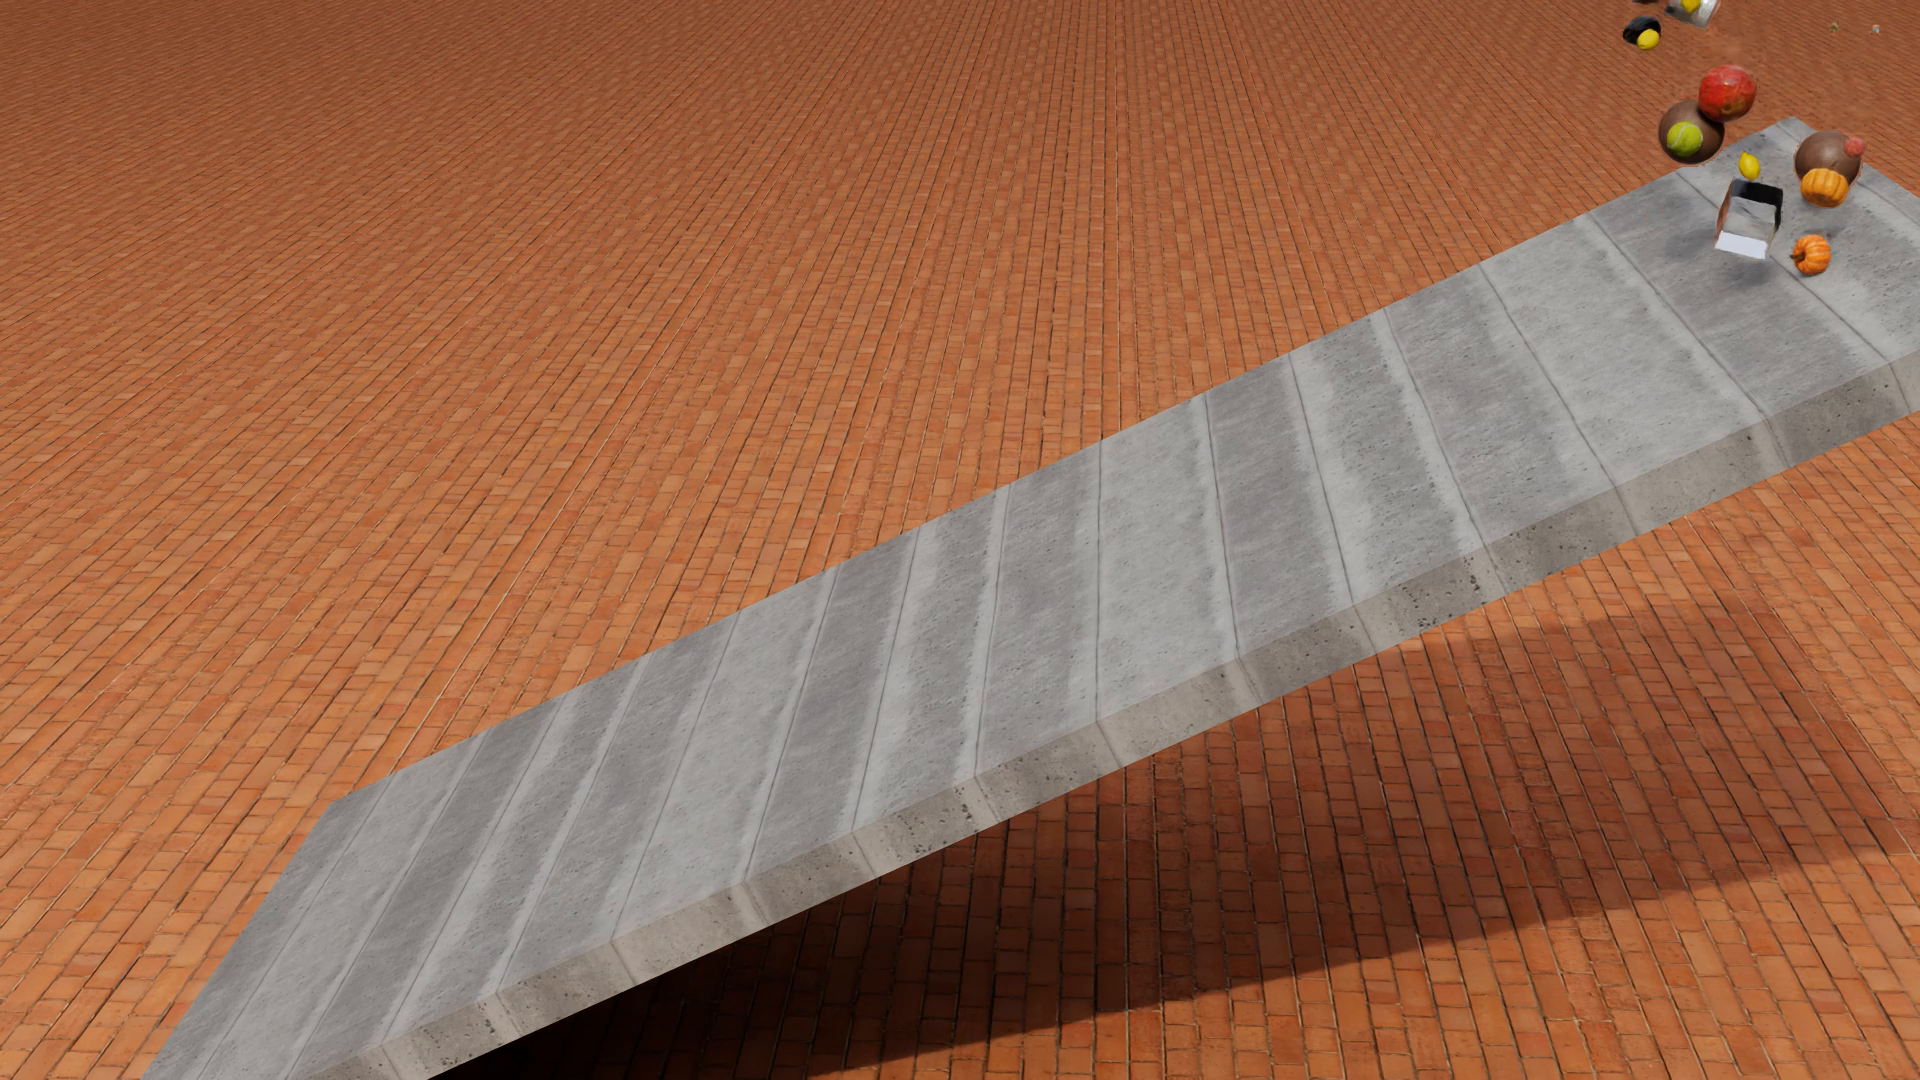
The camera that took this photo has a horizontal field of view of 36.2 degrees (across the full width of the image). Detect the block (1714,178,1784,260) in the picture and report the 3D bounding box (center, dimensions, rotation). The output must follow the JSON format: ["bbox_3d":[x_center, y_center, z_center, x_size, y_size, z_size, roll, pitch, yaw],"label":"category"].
[{"bbox_3d":[1.522,-0.620,5.675,0.098,0.098,0.098,14,52,5],"label":"block"}]

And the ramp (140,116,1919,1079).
[{"bbox_3d":[0.139,0.168,6.281,4.000,0.100,2.000,-25,14,10],"label":"ramp"}]
